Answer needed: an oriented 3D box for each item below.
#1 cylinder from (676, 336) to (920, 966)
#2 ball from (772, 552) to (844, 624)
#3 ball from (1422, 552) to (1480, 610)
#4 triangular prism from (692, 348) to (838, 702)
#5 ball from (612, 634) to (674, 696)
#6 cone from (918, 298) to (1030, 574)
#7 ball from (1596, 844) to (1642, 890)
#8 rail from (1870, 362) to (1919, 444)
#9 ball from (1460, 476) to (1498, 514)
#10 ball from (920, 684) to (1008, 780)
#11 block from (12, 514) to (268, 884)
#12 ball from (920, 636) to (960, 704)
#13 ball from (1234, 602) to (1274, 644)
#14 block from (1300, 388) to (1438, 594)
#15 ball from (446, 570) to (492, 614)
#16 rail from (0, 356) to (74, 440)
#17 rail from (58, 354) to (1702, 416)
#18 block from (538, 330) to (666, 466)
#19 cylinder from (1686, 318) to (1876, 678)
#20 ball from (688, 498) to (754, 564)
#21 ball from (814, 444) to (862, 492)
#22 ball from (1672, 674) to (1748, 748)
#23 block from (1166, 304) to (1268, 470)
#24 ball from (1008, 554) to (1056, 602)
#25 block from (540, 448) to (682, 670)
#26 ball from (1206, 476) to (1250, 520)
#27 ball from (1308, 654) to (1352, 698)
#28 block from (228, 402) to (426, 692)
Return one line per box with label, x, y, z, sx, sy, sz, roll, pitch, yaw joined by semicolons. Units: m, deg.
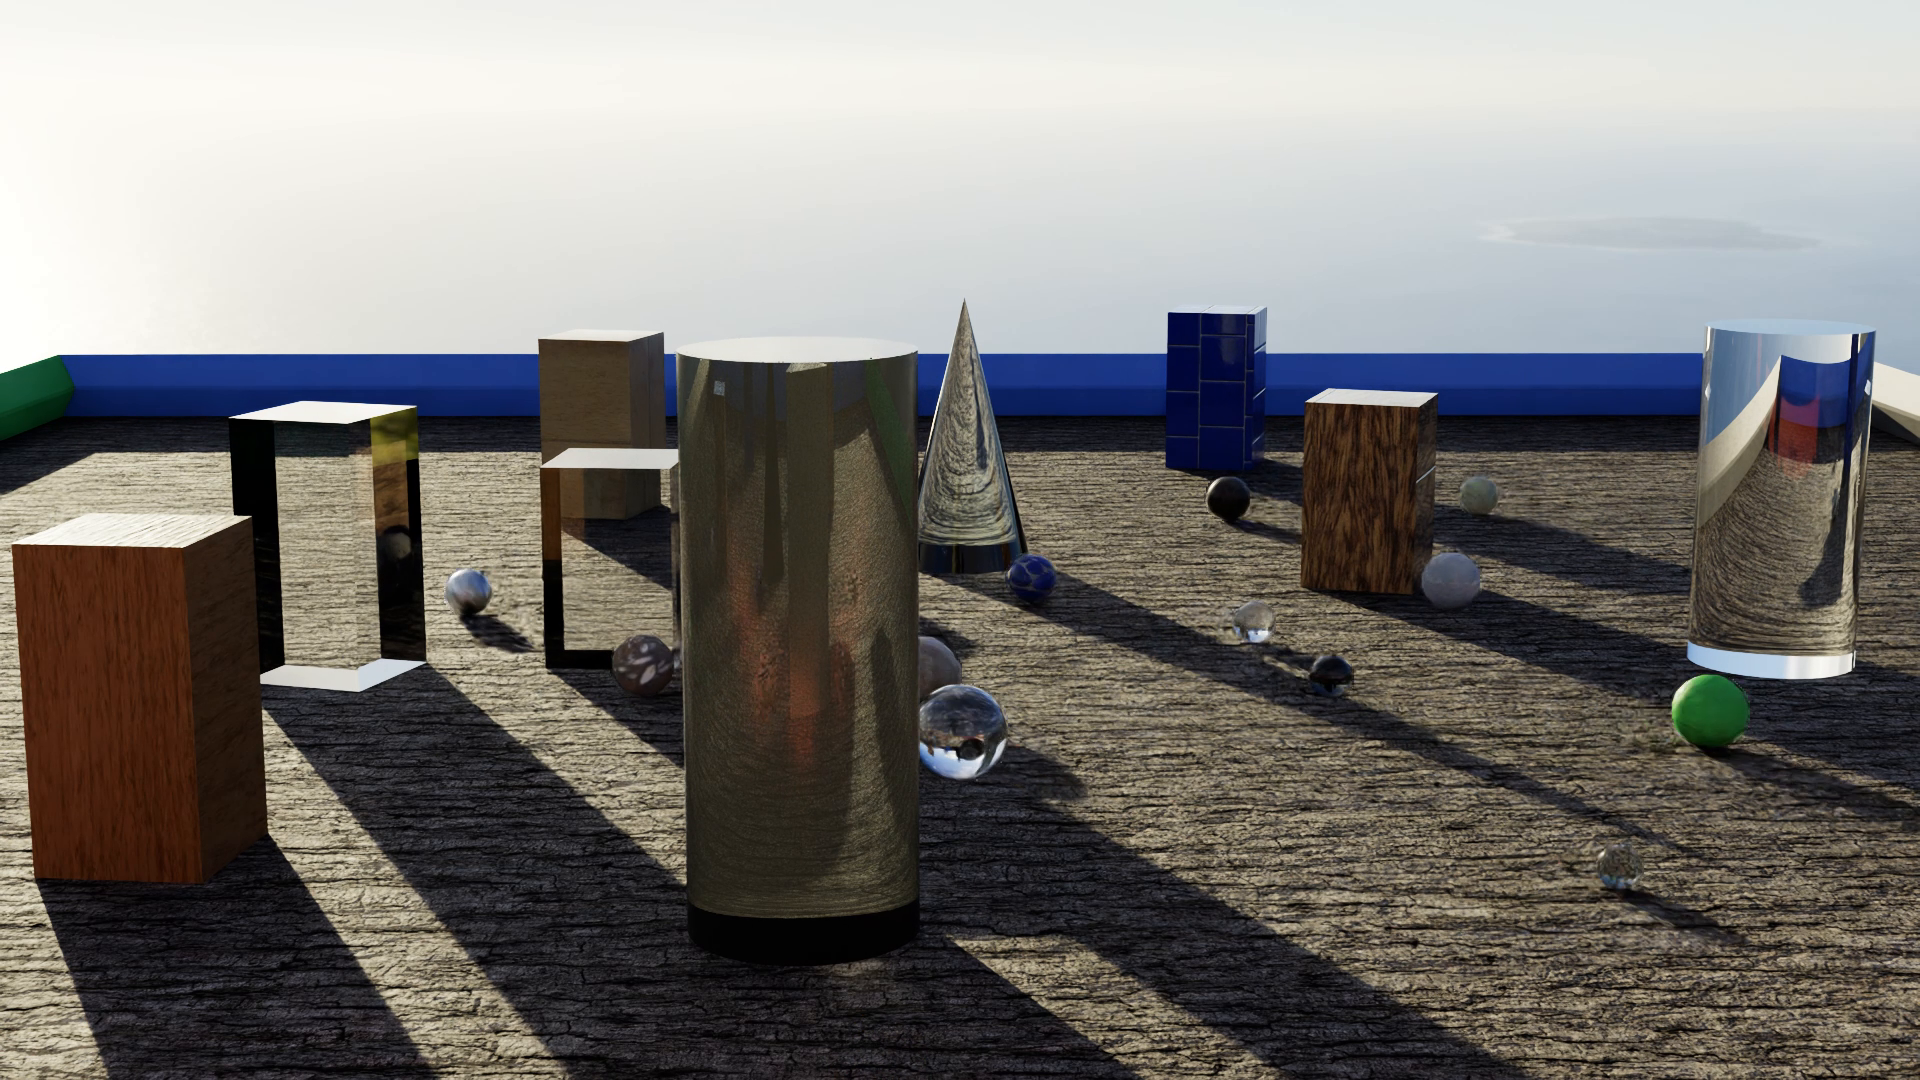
cylinder;-0.134;0.087;2.154;0.199;0.497;0.199;0;10;0
ball;-0.201;0.063;3.387;0.094;0.094;0.094;0;10;0
ball;0.665;0.055;3.475;0.078;0.078;0.078;0;10;0
triangular prism;-0.207;-0.022;3.029;0.172;0.394;0.149;2;11;13
ball;-0.371;0.147;2.998;0.072;0.072;0.072;0;10;0
cone;0.007;-0.163;3.788;0.199;0.393;0.199;0;10;0
ball;0.589;0.293;2.295;0.040;0.040;0.040;0;10;0
rail;1.854;0.031;3.459;0.045;0.129;3.962;0;10;0
ball;0.851;-0.073;4.211;0.063;0.063;0.063;0;10;0
ball;0.000;0.198;2.646;0.099;0.099;0.099;0;10;0
block;-0.753;0.142;2.372;0.159;0.309;0.159;1;11;6
ball;-0.044;0.155;2.905;0.090;0.090;0.090;0;10;0
ball;0.375;0.106;3.274;0.052;0.052;0.052;0;10;0
block;0.583;-0.072;3.653;0.159;0.264;0.159;4;11;19
ball;-0.660;0.070;3.444;0.061;0.061;0.061;0;10;0
rail;-1.854;0.035;3.438;0.045;0.129;3.962;0;10;0
rail;-0.011;-0.323;5.373;3.755;0.129;0.045;0;10;0
block;-0.596;-0.201;4.292;0.159;0.285;0.159;3;11;14
cylinder;1.005;-0.055;3.146;0.199;0.414;0.199;0;10;0
ball;-0.354;-0.013;3.795;0.096;0.096;0.096;0;10;0
ball;-0.210;-0.124;4.438;0.081;0.081;0.081;0;10;0
ball;0.810;0.185;2.771;0.080;0.080;0.080;0;10;0
block;0.474;-0.284;4.739;0.159;0.285;0.159;3;11;14
ball;0.099;0.052;3.528;0.066;0.066;0.066;0;10;0
block;-0.422;0.021;3.191;0.159;0.249;0.159;1;11;4
ball;0.436;-0.068;4.162;0.071;0.071;0.071;0;10;0
ball;0.432;0.159;2.991;0.051;0.051;0.051;0;10;0
block;-0.759;0.004;3.092;0.159;0.319;0.159;3;11;17
